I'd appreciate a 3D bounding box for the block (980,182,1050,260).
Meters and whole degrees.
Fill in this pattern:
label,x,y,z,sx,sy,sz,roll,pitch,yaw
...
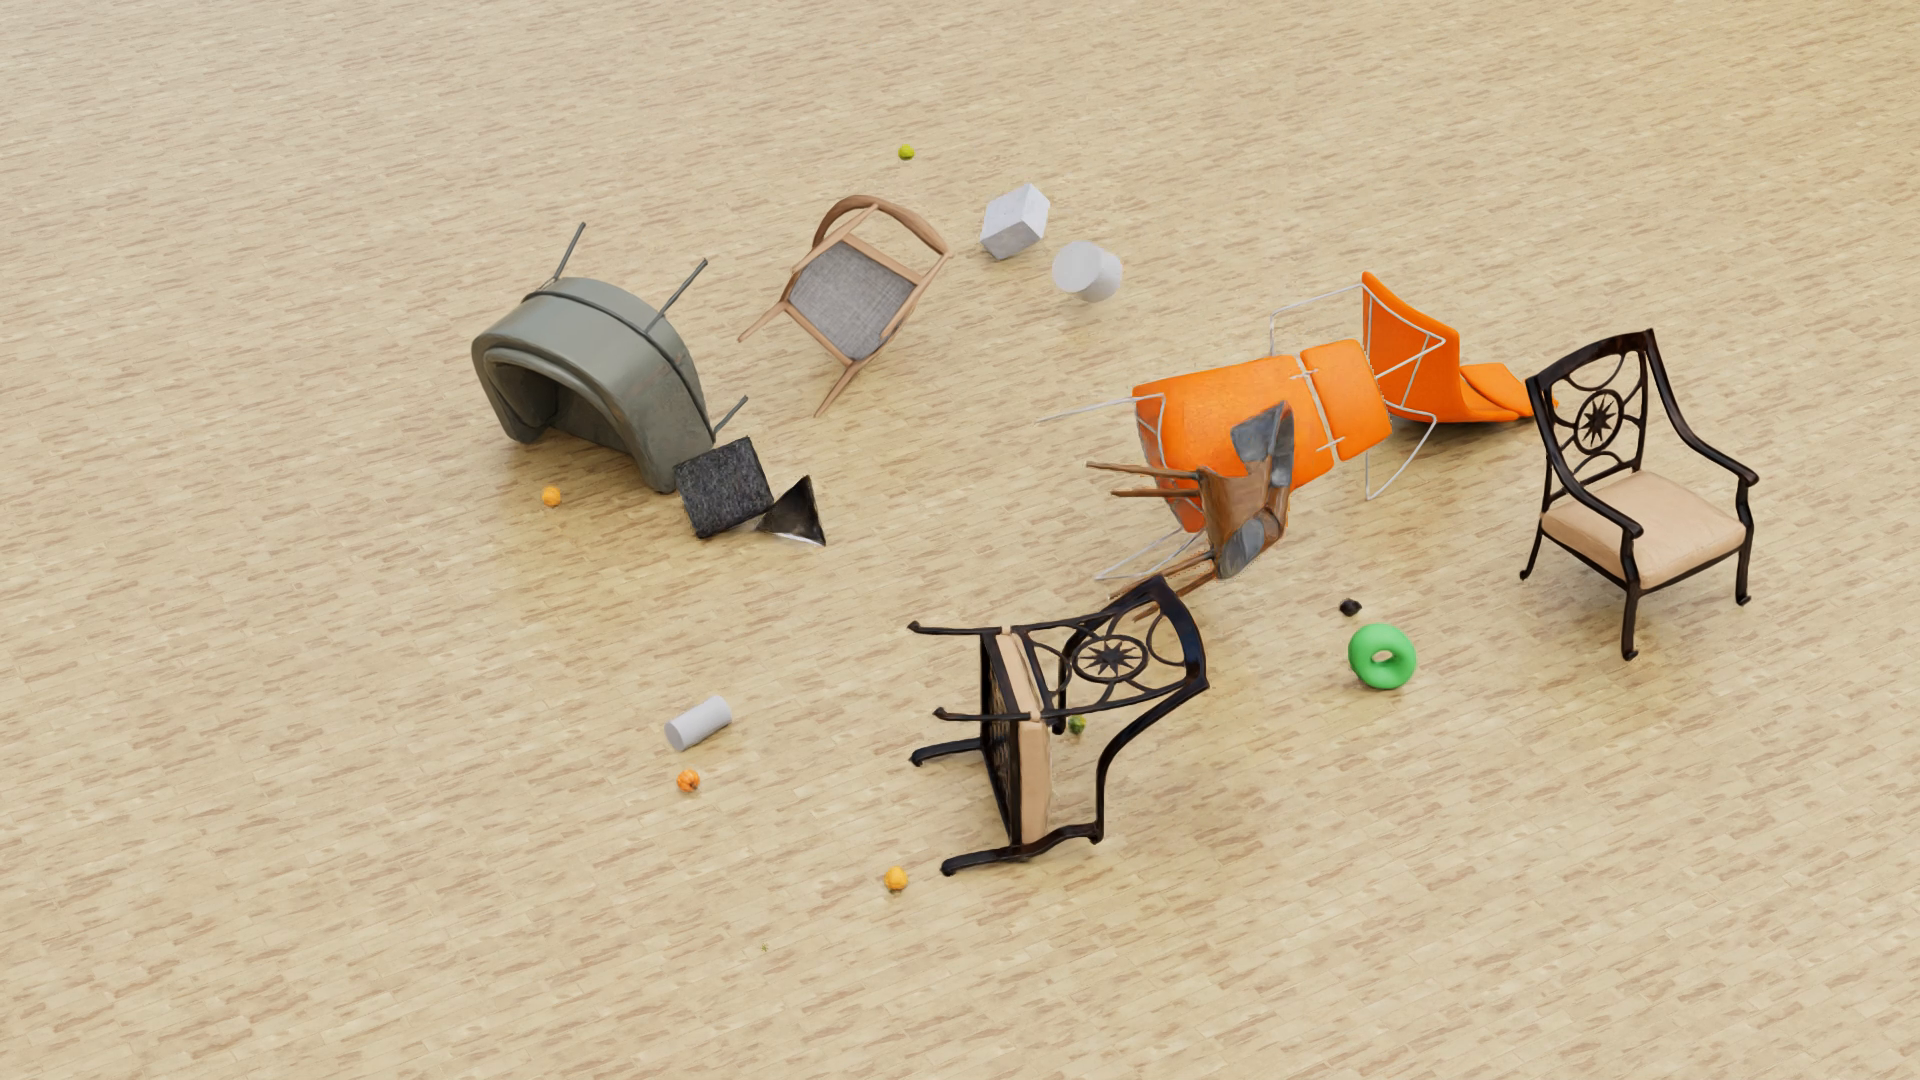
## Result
label,x,y,z,sx,sy,sz,roll,pitch,yaw
block,0.239,-1.387,12.757,0.245,0.139,0.235,-22,40,36

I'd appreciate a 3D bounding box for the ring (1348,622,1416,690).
label,x,y,z,sx,sy,sz,roll,pitch,yaw
ring,1.454,0.400,10.103,0.220,0.282,0.109,-32,35,14

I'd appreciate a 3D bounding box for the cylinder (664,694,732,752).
label,x,y,z,sx,sy,sz,roll,pitch,yaw
cylinder,-0.884,0.620,9.910,0.219,0.109,0.085,-30,12,-37

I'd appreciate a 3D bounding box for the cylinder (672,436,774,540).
label,x,y,z,sx,sy,sz,roll,pitch,yaw
cylinder,-0.882,-0.196,10.966,0.304,0.186,0.320,-22,64,1

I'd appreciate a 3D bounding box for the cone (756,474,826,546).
label,x,y,z,sx,sy,sz,roll,pitch,yaw
cone,-0.578,-0.058,10.912,0.234,0.312,0.267,45,45,4

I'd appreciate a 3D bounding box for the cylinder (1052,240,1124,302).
label,x,y,z,sx,sy,sz,roll,pitch,yaw
cylinder,0.533,-1.125,12.279,0.278,0.228,0.141,14,-4,46
